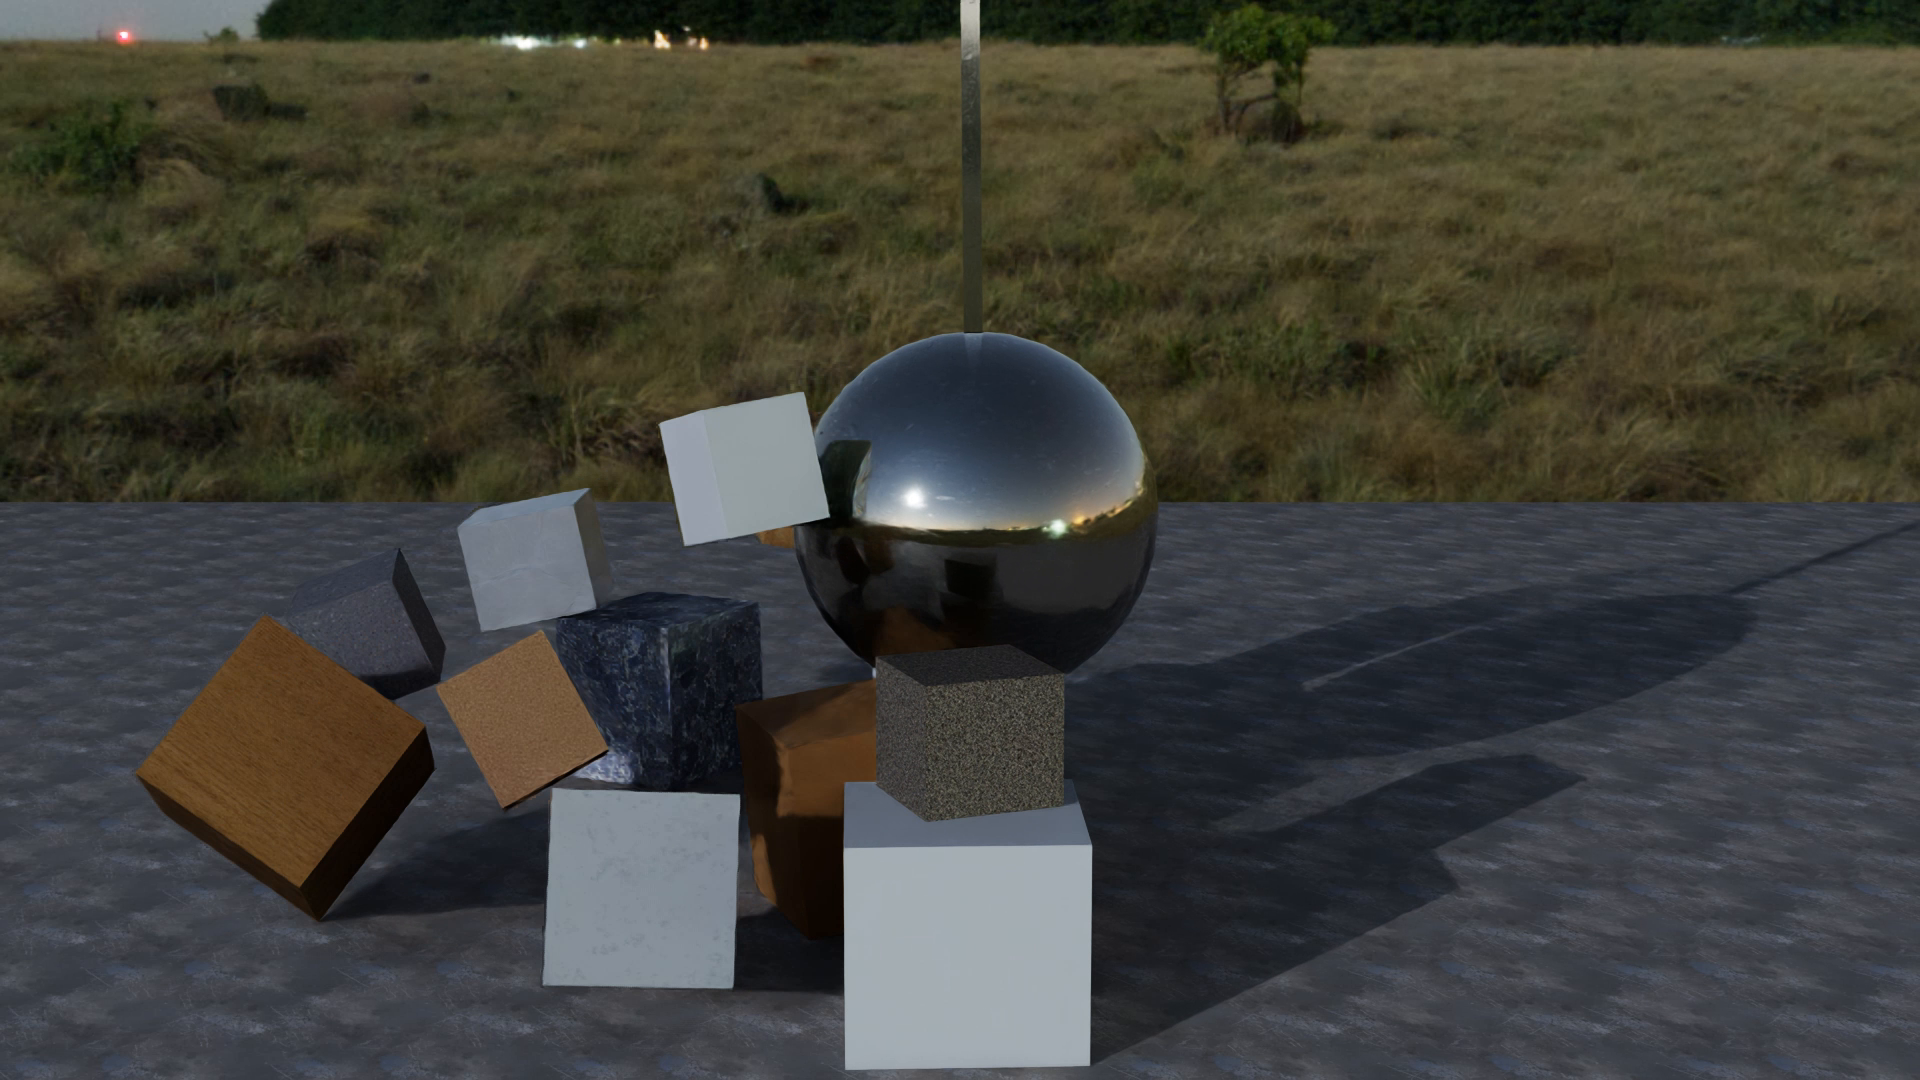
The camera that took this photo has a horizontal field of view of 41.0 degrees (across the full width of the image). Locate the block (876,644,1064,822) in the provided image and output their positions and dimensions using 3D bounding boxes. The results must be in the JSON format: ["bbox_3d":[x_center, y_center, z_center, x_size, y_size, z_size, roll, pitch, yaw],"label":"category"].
[{"bbox_3d":[0.033,0.714,9.620,0.548,0.507,0.526,-4,11,-22],"label":"block"}]

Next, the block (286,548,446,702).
[{"bbox_3d":[-2.668,0.422,11.558,0.496,0.528,0.442,-21,20,0],"label":"block"}]

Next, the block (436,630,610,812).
[{"bbox_3d":[-1.693,0.706,9.944,0.455,0.520,0.507,-29,-2,-11],"label":"block"}]

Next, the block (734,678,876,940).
[{"bbox_3d":[-0.469,1.121,10.903,0.697,0.828,0.771,-10,13,-19],"label":"block"}]

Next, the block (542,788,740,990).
[{"bbox_3d":[-1.197,1.322,9.650,0.681,0.703,0.721,2,-10,-7],"label":"block"}]

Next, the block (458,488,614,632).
[{"bbox_3d":[-2.152,0.094,13.066,0.595,0.542,0.559,-11,10,3],"label":"block"}]

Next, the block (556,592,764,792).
[{"bbox_3d":[-1.518,0.754,13.080,0.707,0.817,0.763,4,11,31],"label":"block"}]

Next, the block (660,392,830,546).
[{"bbox_3d":[-0.896,-0.291,10.630,0.460,0.527,0.485,-12,2,-28],"label":"block"}]

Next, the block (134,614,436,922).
[{"bbox_3d":[-2.744,0.949,10.542,0.795,0.802,0.792,34,-19,3],"label":"block"}]

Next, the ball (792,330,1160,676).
[{"bbox_3d":[0.066,-0.109,11.160,1.600,1.600,1.600,0,10,0],"label":"ball"}]

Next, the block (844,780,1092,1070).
[{"bbox_3d":[0.011,1.407,9.527,0.876,0.823,0.859,0,10,-2],"label":"block"}]

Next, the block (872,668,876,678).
[{"bbox_3d":[0.023,0.788,13.208,0.904,0.725,0.842,0,10,1],"label":"block"}]

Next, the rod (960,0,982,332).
[{"bbox_3d":[0.029,-3.454,10.552,0.080,5.200,0.080,-1,10,0],"label":"rod"}]

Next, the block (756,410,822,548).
[{"bbox_3d":[-0.709,-0.282,12.044,0.437,0.539,0.455,9,19,-23],"label":"block"}]
